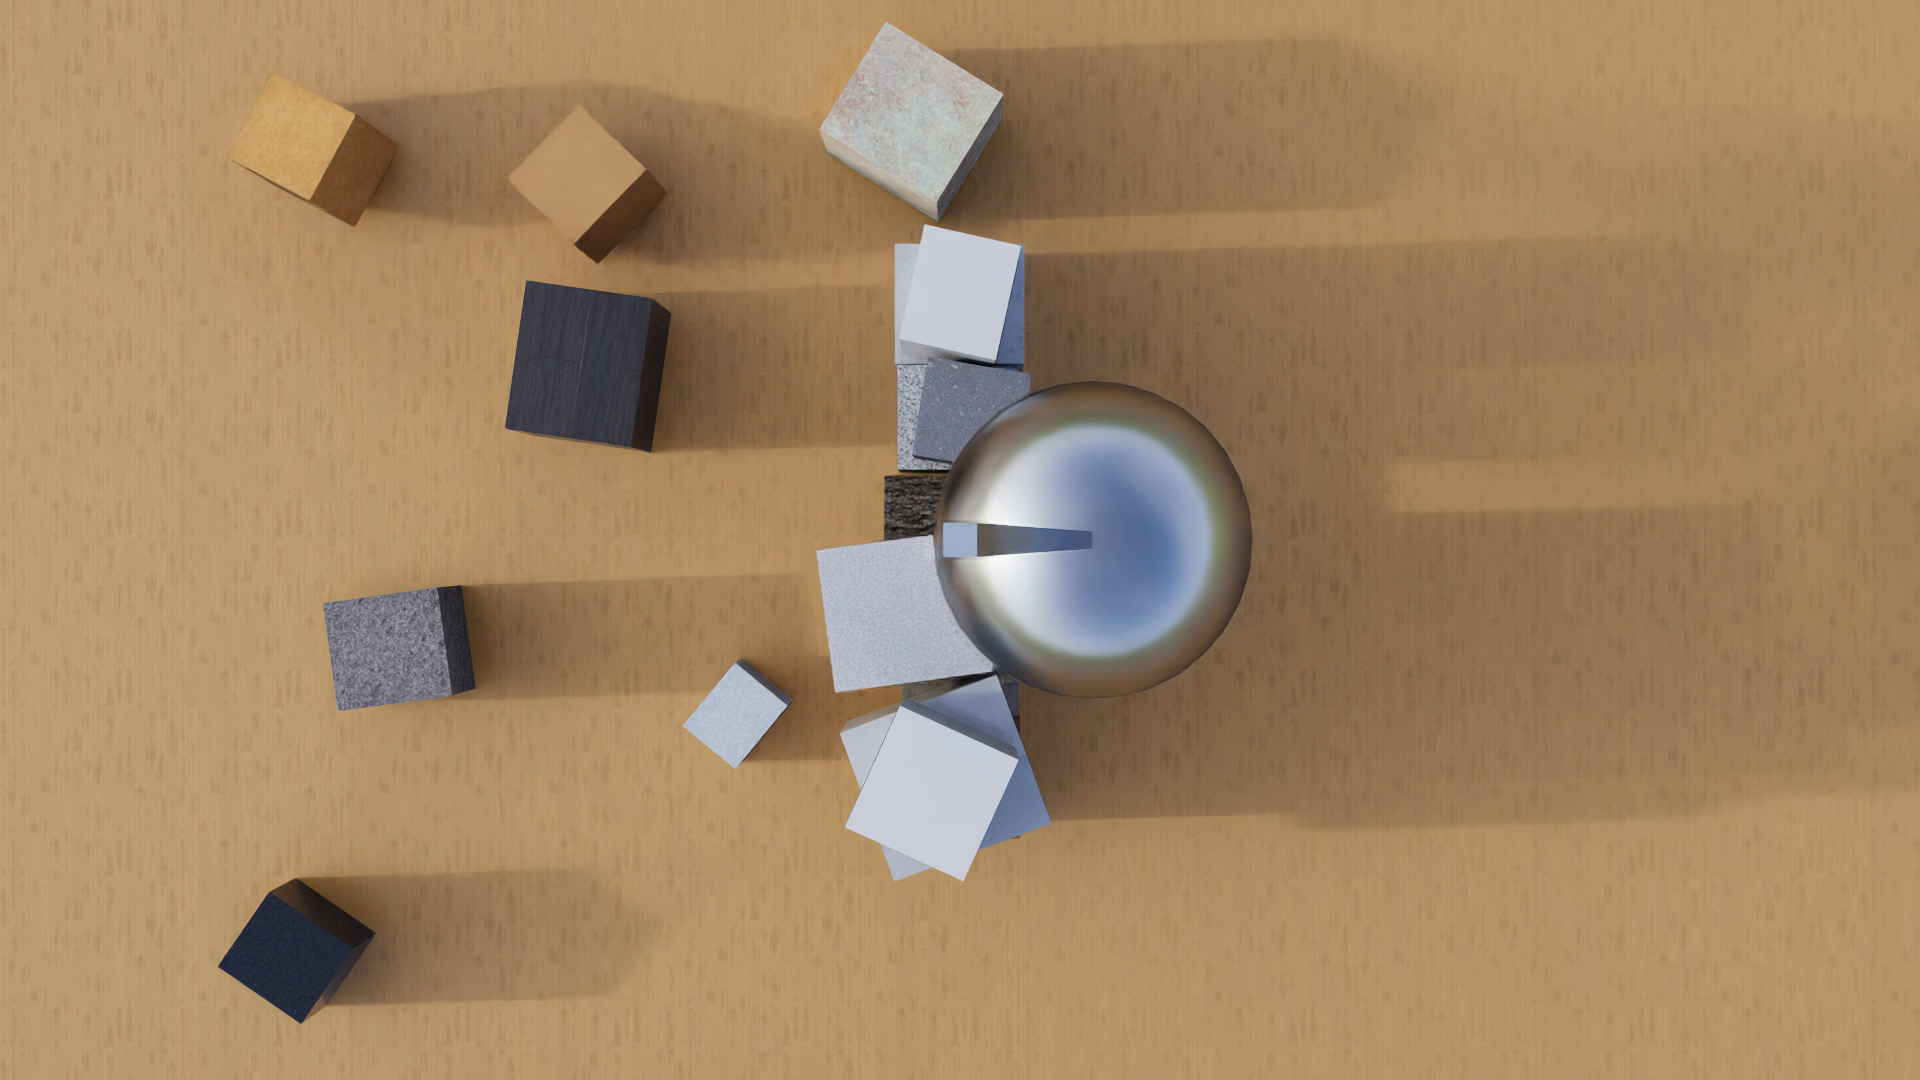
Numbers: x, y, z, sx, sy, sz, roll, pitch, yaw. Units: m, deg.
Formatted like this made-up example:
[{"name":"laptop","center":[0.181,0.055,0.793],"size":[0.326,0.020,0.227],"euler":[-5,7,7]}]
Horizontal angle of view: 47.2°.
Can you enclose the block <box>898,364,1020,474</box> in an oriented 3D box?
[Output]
[{"name":"block","center":[-0.007,-0.689,12.665],"size":[0.685,0.669,0.587],"euler":[0,90,0]}]

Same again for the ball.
[{"name":"ball","center":[0.663,0.000,11.045],"size":[1.600,1.600,1.600],"euler":[0,90,0]}]

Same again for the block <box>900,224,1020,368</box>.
[{"name":"block","center":[0.001,-1.304,12.011],"size":[0.525,0.661,0.625],"euler":[12,88,0]}]

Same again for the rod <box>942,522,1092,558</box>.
[{"name":"rod","center":[0.287,0.000,7.666],"size":[0.080,5.200,0.080],"euler":[0,90,6]}]

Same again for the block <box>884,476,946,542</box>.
[{"name":"block","center":[-0.074,0.002,12.649],"size":[0.677,0.675,0.726],"euler":[0,90,2]}]

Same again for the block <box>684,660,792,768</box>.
[{"name":"block","center":[-1.286,1.006,12.791],"size":[0.390,0.419,0.470],"euler":[39,90,0]}]

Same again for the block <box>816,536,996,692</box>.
[{"name":"block","center":[-0.279,0.375,11.968],"size":[0.842,0.702,0.758],"euler":[-8,90,2]}]

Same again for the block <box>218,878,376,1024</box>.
[{"name":"block","center":[-3.835,2.375,12.749],"size":[0.577,0.502,0.518],"euler":[35,90,0]}]

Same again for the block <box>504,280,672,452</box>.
[{"name":"block","center":[-2.116,-0.979,12.600],"size":[0.708,0.799,0.833],"euler":[8,90,0]}]

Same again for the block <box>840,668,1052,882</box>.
[{"name":"block","center":[-0.076,1.252,11.930],"size":[0.880,0.744,0.832],"euler":[-20,90,0]}]

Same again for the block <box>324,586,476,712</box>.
[{"name":"block","center":[-3.228,0.617,12.699],"size":[0.651,0.601,0.616],"euler":[-8,90,0]}]

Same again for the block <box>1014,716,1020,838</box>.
[{"name":"block","center":[0.015,1.334,12.651],"size":[0.642,0.698,0.675],"euler":[0,90,0]}]

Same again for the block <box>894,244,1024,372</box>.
[{"name":"block","center":[-0.002,-1.328,12.677],"size":[0.727,0.646,0.676],"euler":[0,90,0]}]

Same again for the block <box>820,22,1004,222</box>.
[{"name":"block","center":[-0.270,-2.380,12.609],"size":[0.768,0.782,0.704],"euler":[32,90,0]}]

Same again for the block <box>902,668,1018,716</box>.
[{"name":"block","center":[0.002,0.683,12.707],"size":[0.654,0.586,0.628],"euler":[0,90,0]}]

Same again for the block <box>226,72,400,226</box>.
[{"name":"block","center":[-3.718,-2.240,12.650],"size":[0.593,0.569,0.548],"euler":[27,88,12]}]

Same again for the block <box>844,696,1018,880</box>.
[{"name":"block","center":[-0.140,1.254,11.219],"size":[0.645,0.676,0.660],"euler":[25,90,0]}]

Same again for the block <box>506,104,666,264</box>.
[{"name":"block","center":[-2.147,-2.047,12.690],"size":[0.552,0.564,0.590],"euler":[44,90,6]}]

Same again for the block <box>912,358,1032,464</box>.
[{"name":"block","center":[0.065,-0.675,12.069],"size":[0.566,0.523,0.531],"euler":[9,90,0]}]
